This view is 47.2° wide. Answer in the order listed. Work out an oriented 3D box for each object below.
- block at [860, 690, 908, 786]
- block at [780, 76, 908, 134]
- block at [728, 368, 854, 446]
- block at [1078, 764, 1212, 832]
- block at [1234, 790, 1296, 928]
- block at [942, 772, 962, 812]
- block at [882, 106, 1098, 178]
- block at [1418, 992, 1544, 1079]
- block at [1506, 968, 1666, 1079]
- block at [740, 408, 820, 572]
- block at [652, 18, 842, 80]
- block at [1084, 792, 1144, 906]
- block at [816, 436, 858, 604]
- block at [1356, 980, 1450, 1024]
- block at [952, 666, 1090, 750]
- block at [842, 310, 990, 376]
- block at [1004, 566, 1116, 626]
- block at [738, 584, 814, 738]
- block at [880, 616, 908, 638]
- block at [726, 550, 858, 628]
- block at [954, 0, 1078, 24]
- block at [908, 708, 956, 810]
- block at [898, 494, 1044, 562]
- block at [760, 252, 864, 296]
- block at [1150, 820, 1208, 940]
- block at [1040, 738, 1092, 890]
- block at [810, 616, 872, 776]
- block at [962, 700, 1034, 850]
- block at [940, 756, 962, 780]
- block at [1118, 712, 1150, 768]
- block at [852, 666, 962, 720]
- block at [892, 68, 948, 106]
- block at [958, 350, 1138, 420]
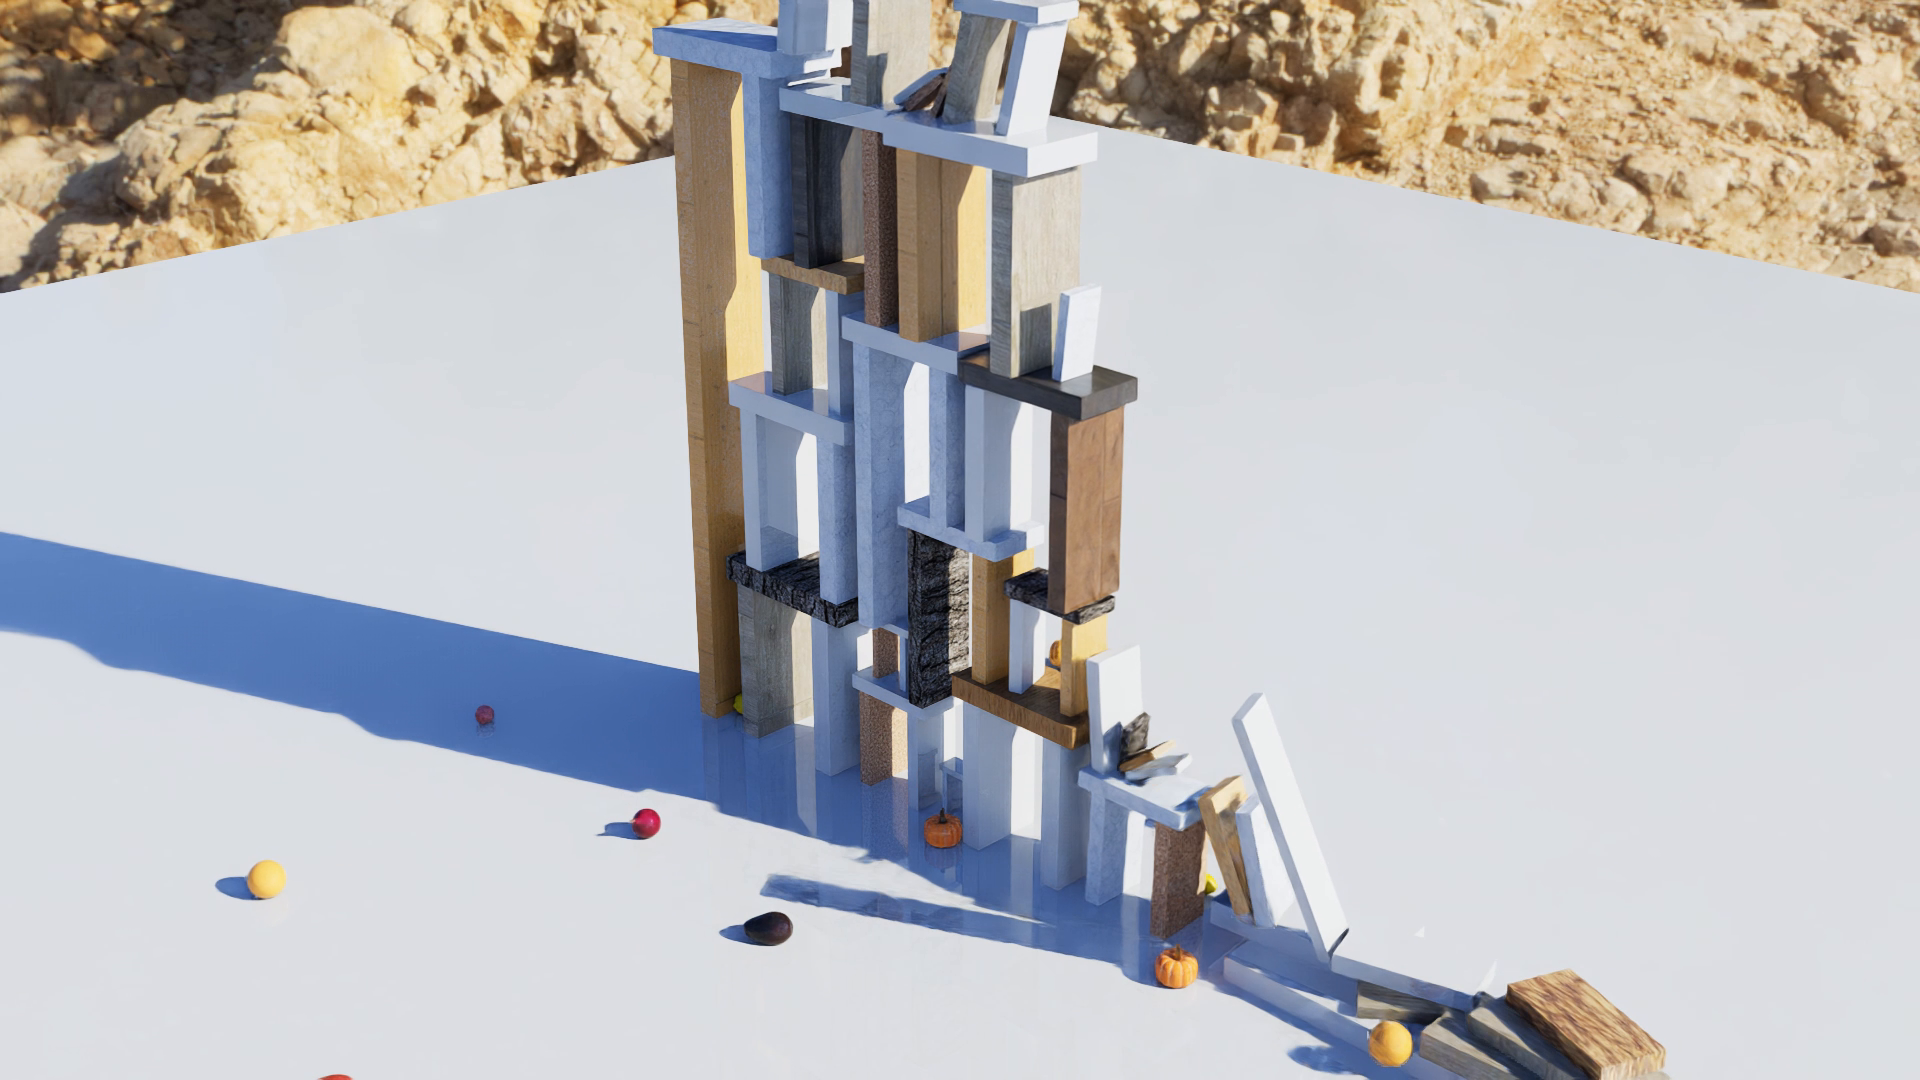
[{"bbox_3d":[-0.158,0.394,4.561,0.030,0.212,0.106,21,31,41],"label":"block"},{"bbox_3d":[-0.181,-0.808,4.078,0.296,0.042,0.148,21,31,40],"label":"block"},{"bbox_3d":[-0.286,-0.276,4.425,0.348,0.049,0.174,21,31,41],"label":"block"},{"bbox_3d":[0.347,0.455,4.029,0.239,0.034,0.120,21,31,39],"label":"block"},{"bbox_3d":[0.543,0.562,3.905,0.031,0.221,0.111,-1,19,33],"label":"block"},{"bbox_3d":[-0.015,0.503,4.459,0.013,0.091,0.045,21,31,41],"label":"block"},{"bbox_3d":[0.050,-0.707,3.868,0.353,0.050,0.176,21,31,40],"label":"block"},{"bbox_3d":[0.939,0.851,3.570,0.339,0.048,0.170,20,30,39],"label":"block"},{"bbox_3d":[1.005,0.782,3.541,0.124,0.035,0.248,-9,24,-20],"label":"block"},{"bbox_3d":[-0.368,-0.125,4.578,0.174,0.348,0.049,-21,31,-41],"label":"block"},{"bbox_3d":[-0.416,-0.957,4.268,0.355,0.050,0.177,21,31,40],"label":"block"},{"bbox_3d":[0.294,0.559,4.136,0.120,0.239,0.034,-21,33,-41],"label":"block"},{"bbox_3d":[-0.204,-0.061,4.427,0.049,0.348,0.174,21,31,40],"label":"block"},{"bbox_3d":[0.759,0.790,3.748,0.161,0.023,0.081,4,23,9],"label":"block"},{"bbox_3d":[0.151,0.302,4.189,0.157,0.044,0.314,-21,31,-41],"label":"block"},{"bbox_3d":[-0.060,-0.383,4.128,0.155,0.044,0.310,-21,31,-41],"label":"block"},{"bbox_3d":[0.183,0.103,4.072,0.193,0.027,0.096,21,31,41],"label":"block"},{"bbox_3d":[-0.391,0.235,4.754,0.050,0.353,0.176,21,31,41],"label":"block"},{"bbox_3d":[-0.122,0.165,4.422,0.060,0.017,0.120,-21,31,-41],"label":"block"},{"bbox_3d":[-0.308,0.082,4.599,0.176,0.050,0.353,-21,31,-41],"label":"block"},{"bbox_3d":[0.095,-0.908,3.735,0.197,0.028,0.099,21,31,40],"label":"block"},{"bbox_3d":[-0.058,0.433,4.468,0.030,0.212,0.106,21,31,41],"label":"block"},{"bbox_3d":[0.019,-0.030,4.193,0.263,0.037,0.131,21,31,41],"label":"block"},{"bbox_3d":[-0.260,-0.532,4.283,0.248,0.035,0.124,21,31,40],"label":"block"},{"bbox_3d":[0.404,0.602,4.034,0.034,0.239,0.120,21,31,38],"label":"block"},{"bbox_3d":[0.225,0.496,4.191,0.044,0.314,0.157,21,31,41],"label":"block"},{"bbox_3d":[-0.225,0.301,4.601,0.176,0.353,0.050,-21,31,-40],"label":"block"},{"bbox_3d":[0.077,0.438,4.327,0.044,0.314,0.157,21,31,41],"label":"block"},{"bbox_3d":[0.007,0.463,4.419,0.091,0.013,0.045,21,31,41],"label":"block"},{"bbox_3d":[0.319,0.370,4.028,0.057,0.113,0.016,-34,55,-31],"label":"block"},{"bbox_3d":[-0.108,0.302,4.467,0.212,0.030,0.106,21,31,41],"label":"block"},{"bbox_3d":[-0.065,-0.813,3.941,0.057,0.016,0.113,-21,-2,-41],"label":"block"},{"bbox_3d":[0.156,-0.287,3.932,0.149,0.042,0.299,-21,31,-41],"label":"block"}]
